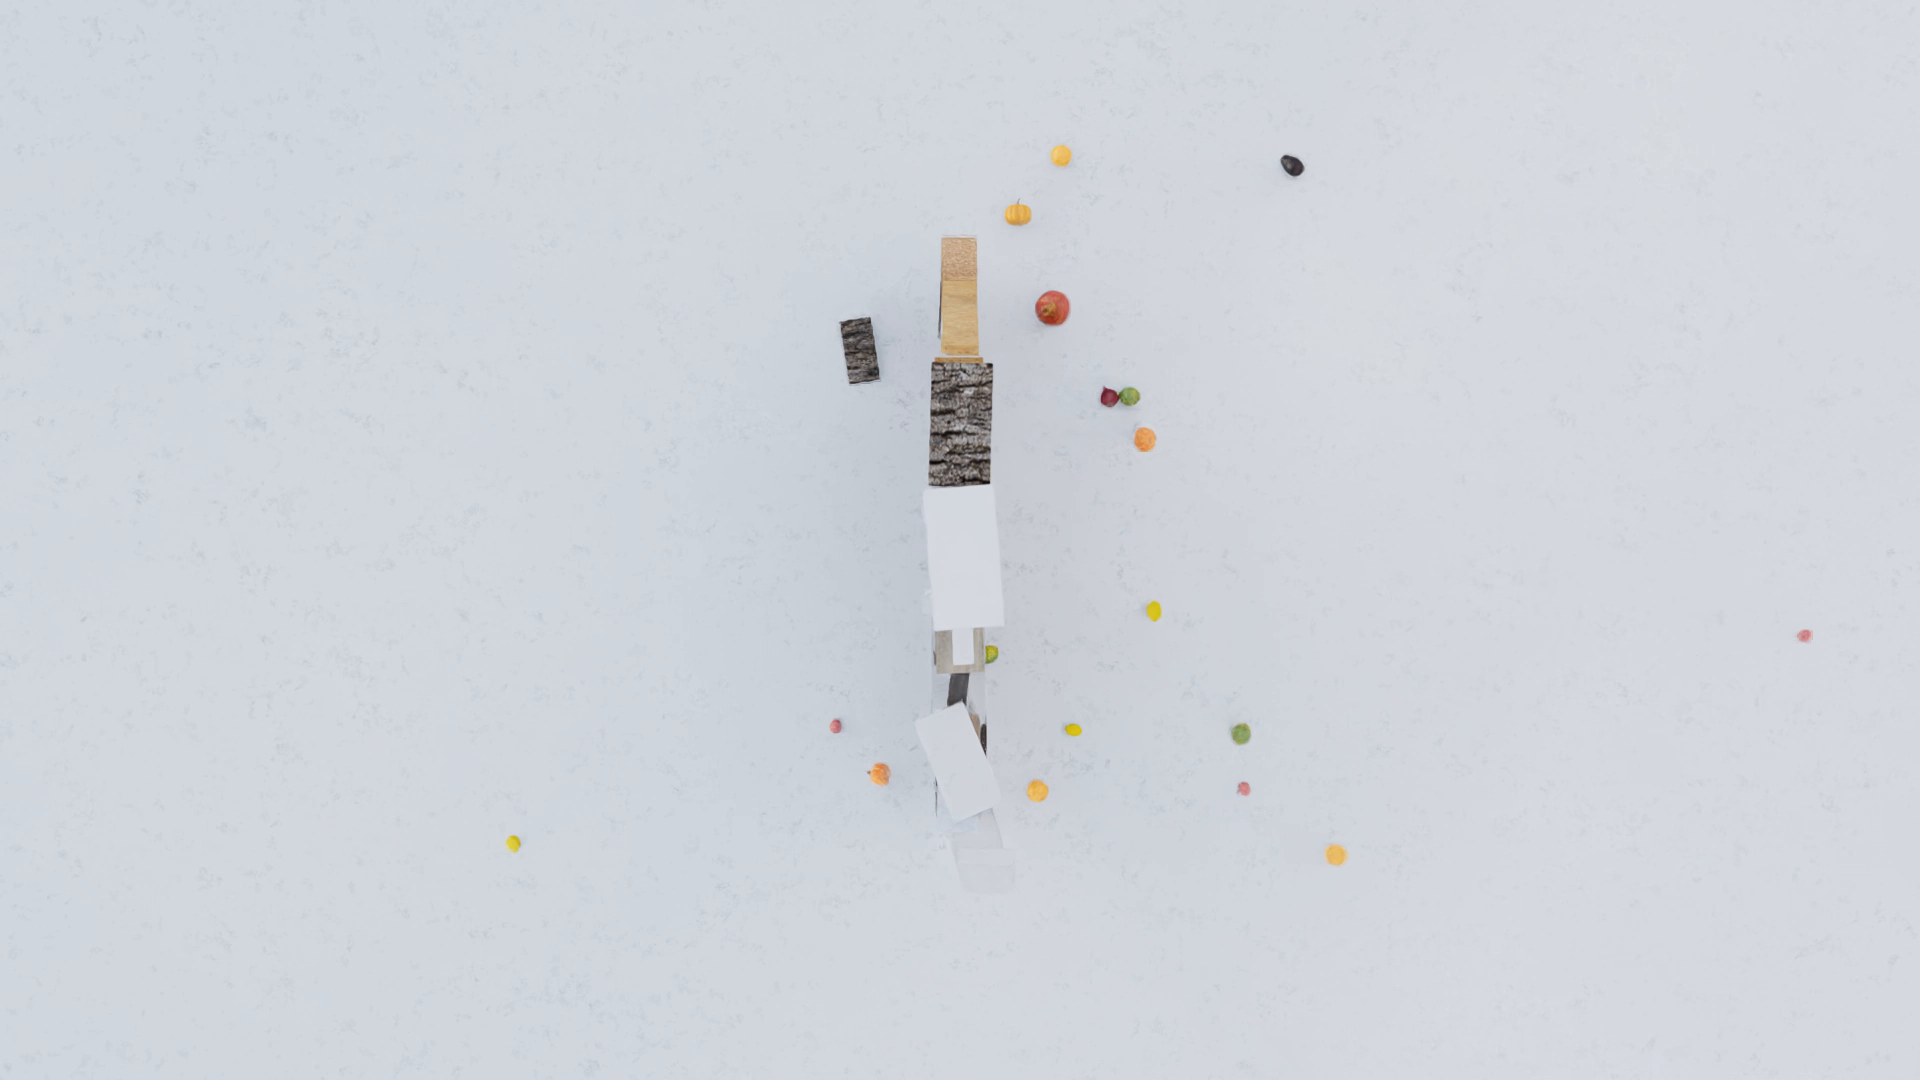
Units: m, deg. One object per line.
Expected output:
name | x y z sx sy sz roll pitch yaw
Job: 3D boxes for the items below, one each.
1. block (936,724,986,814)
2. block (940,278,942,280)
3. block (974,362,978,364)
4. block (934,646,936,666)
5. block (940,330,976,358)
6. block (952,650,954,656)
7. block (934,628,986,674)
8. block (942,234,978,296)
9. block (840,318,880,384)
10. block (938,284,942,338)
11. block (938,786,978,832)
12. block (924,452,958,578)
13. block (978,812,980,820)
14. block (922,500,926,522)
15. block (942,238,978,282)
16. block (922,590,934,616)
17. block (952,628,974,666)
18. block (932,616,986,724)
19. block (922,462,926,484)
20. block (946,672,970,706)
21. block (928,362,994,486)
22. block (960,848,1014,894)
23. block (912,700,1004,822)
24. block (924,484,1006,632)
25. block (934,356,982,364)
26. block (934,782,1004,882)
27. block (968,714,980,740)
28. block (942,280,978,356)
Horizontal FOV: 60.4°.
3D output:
block | 0.003 0.697 5.163 0.157 0.044 0.313 1 90 0
block | -0.003 -0.825 5.385 0.115 0.230 0.033 -5 90 0
block | -0.001 -0.452 4.482 0.103 0.207 0.029 1 107 0
block | -0.006 0.333 4.782 0.135 0.271 0.038 0 90 0
block | -0.006 -0.630 5.172 0.109 0.031 0.218 2 90 0
block | 0.009 0.318 4.552 0.056 0.112 0.016 -4 93 0
block | -0.004 0.237 4.627 0.135 0.038 0.271 -3 90 0
block | 0.000 -0.820 5.158 0.109 0.031 0.267 0 120 0
block | -0.333 -0.630 5.485 0.104 0.029 0.207 -9 90 0
block | -0.006 -0.754 5.254 0.115 0.033 0.230 3 90 0
block | -0.004 0.709 4.670 0.117 0.033 0.233 1 89 0
block | -0.007 -0.070 4.472 0.170 0.048 0.339 -2 90 0
block | 0.001 0.728 4.914 0.117 0.458 0.033 0 103 0
block | -0.009 -0.076 4.273 0.174 0.348 0.049 -1 89 0
block | -0.002 -0.822 5.103 0.109 0.031 0.218 0 111 0
block | -0.006 0.160 4.354 0.174 0.509 0.049 -3 90 0
block | 0.009 0.283 4.488 0.056 0.016 0.112 -3 90 0
block | -0.004 0.389 4.940 0.160 0.045 0.320 0 90 0
block | -0.016 -0.188 4.666 0.170 0.339 0.048 -1 90 0
block | -0.005 0.435 4.799 0.055 0.016 0.110 7 90 0
block | 0.002 -0.287 4.119 0.153 0.043 0.307 2 90 0
block | 0.079 0.953 4.742 0.152 0.304 0.043 1 63 3
block | -0.004 0.622 4.633 0.152 0.043 0.304 -23 90 -1
block | 0.010 0.043 4.074 0.174 0.049 0.348 -5 90 0
block | -0.004 -0.375 4.604 0.134 0.038 0.268 0 90 0
block | 0.038 0.876 5.017 0.152 0.043 0.347 -17 53 0
block | 0.001 0.563 4.801 0.117 0.233 0.033 0 104 0
block | 0.000 -0.659 4.848 0.104 0.561 0.029 1 117 -1
